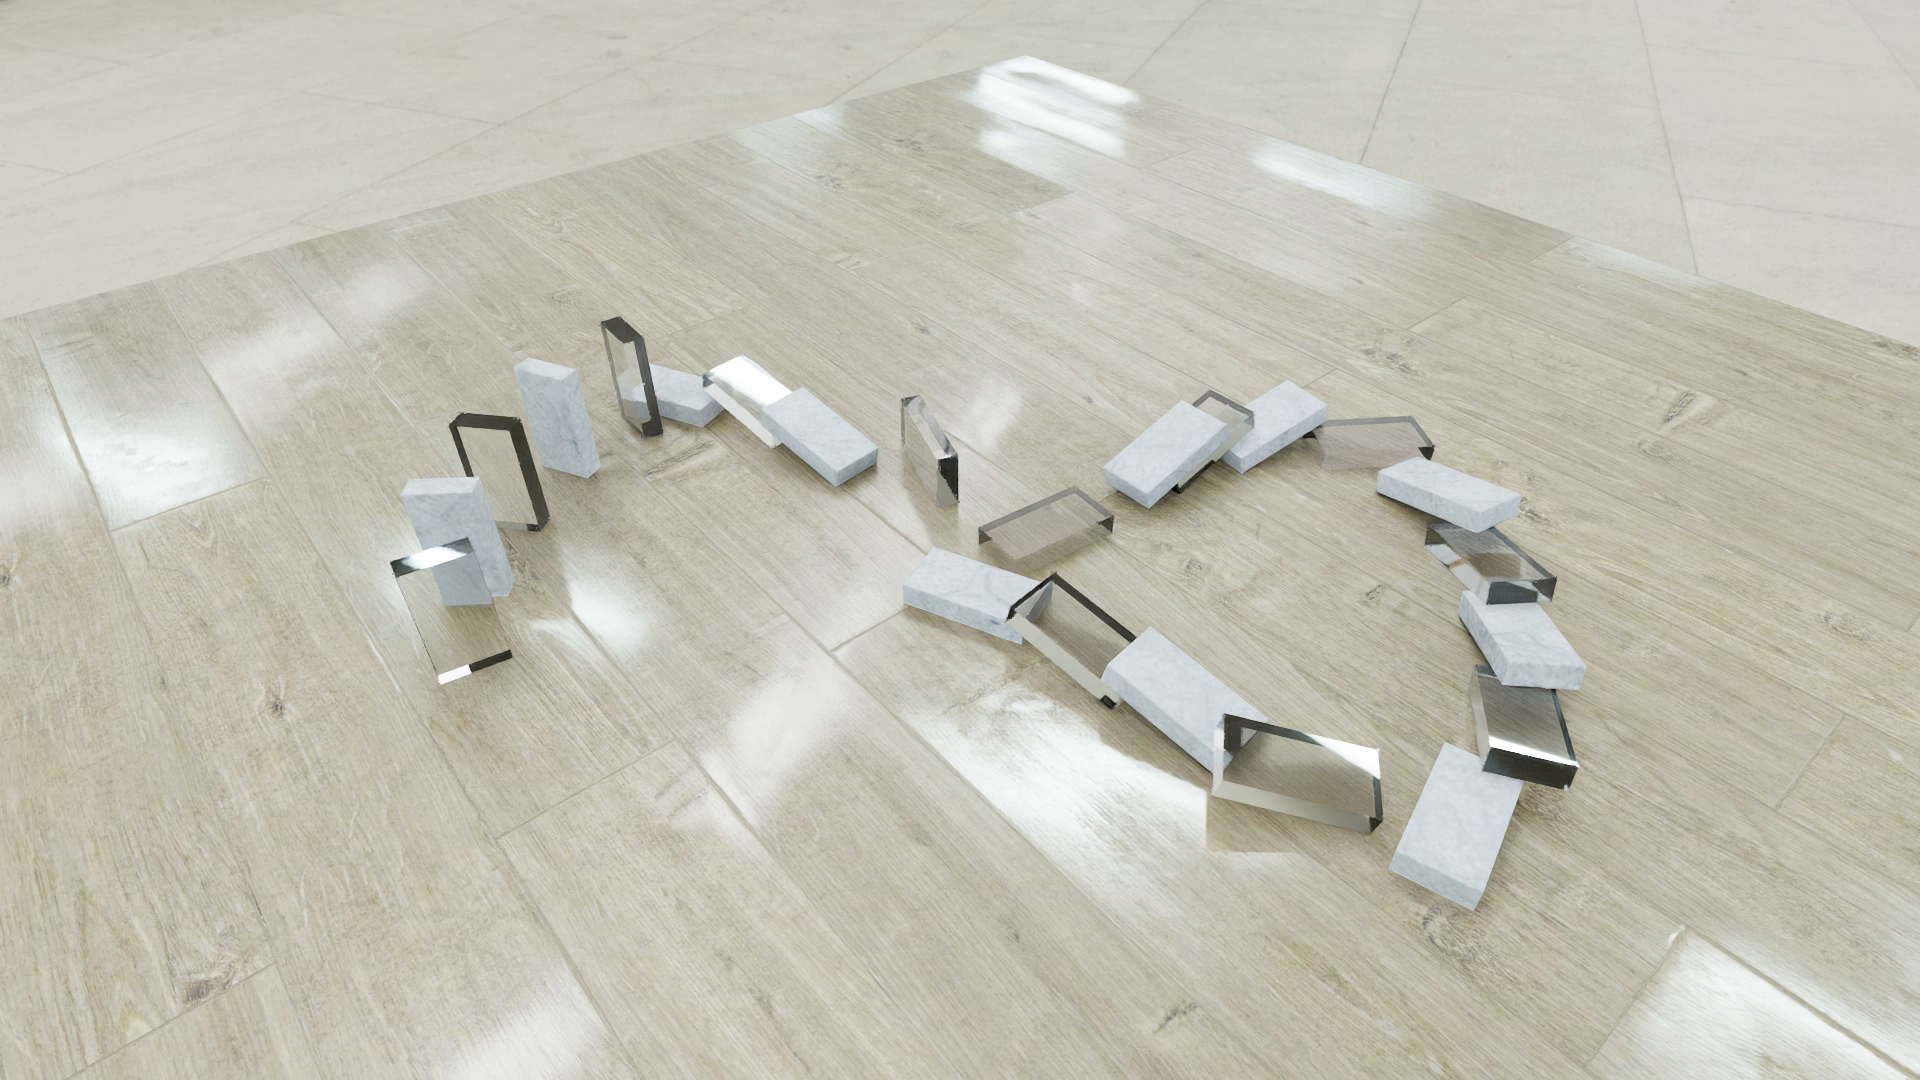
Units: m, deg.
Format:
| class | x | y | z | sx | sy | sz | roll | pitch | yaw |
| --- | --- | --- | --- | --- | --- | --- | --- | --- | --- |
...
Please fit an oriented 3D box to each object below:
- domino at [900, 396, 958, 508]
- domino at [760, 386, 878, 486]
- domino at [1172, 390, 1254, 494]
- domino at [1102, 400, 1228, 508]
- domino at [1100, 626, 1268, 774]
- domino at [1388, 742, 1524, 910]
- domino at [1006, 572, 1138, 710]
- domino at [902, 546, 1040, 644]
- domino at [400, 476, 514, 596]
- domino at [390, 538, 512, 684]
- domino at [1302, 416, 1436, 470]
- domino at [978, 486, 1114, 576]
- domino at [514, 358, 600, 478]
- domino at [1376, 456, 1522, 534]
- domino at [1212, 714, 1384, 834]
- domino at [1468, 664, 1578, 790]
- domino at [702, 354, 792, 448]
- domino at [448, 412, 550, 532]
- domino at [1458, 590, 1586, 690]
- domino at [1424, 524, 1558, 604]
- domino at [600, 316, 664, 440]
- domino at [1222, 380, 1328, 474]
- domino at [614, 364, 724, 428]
| class | x | y | z | sx | sy | sz | roll | pitch | yaw |
| --- | --- | --- | --- | --- | --- | --- | --- | --- | --- |
| domino | -0.014 | -0.039 | 0.479 | 0.009 | 0.025 | 0.050 | -13 | 41 | -15 |
| domino | -0.063 | -0.047 | 0.492 | 0.050 | 0.010 | 0.025 | 39 | 52 | 21 |
| domino | 0.104 | -0.044 | 0.486 | 0.050 | 0.009 | 0.025 | -40 | 52 | -18 |
| domino | 0.088 | -0.037 | 0.473 | 0.050 | 0.009 | 0.025 | -40 | 52 | -18 |
| domino | 0.075 | 0.054 | 0.369 | 0.050 | 0.010 | 0.025 | 39 | 52 | 22 |
| domino | 0.153 | 0.087 | 0.338 | 0.025 | 0.009 | 0.050 | 24 | 45 | 26 |
| domino | 0.044 | 0.035 | 0.392 | 0.050 | 0.010 | 0.025 | 39 | 52 | 22 |
| domino | 0.006 | 0.021 | 0.418 | 0.050 | 0.009 | 0.025 | 18 | 43 | 21 |
| domino | -0.187 | 0.000 | 0.412 | 0.025 | 0.050 | 0.009 | -2 | 39 | -3 |
| domino | -0.175 | 0.025 | 0.381 | 0.025 | 0.050 | 0.009 | -21 | 44 | -24 |
| domino | 0.184 | -0.044 | 0.497 | 0.050 | 0.009 | 0.025 | -4 | 39 | -4 |
| domino | 0.035 | -0.004 | 0.448 | 0.050 | 0.010 | 0.025 | -24 | 45 | -26 |
| domino | -0.174 | -0.052 | 0.475 | 0.025 | 0.050 | 0.009 | 15 | 42 | 18 |
| domino | 0.203 | -0.020 | 0.458 | 0.025 | 0.009 | 0.050 | -19 | 31 | -25 |
| domino | 0.106 | 0.073 | 0.345 | 0.050 | 0.010 | 0.025 | 14 | 47 | 1 |
| domino | 0.184 | 0.060 | 0.361 | 0.025 | 0.009 | 0.050 | 12 | 28 | 14 |
| domino | -0.095 | -0.066 | 0.515 | 0.050 | 0.010 | 0.025 | 40 | 52 | 22 |
| domino | -0.185 | -0.027 | 0.444 | 0.025 | 0.050 | 0.010 | 6 | 40 | 7 |
| domino | 0.199 | 0.035 | 0.392 | 0.025 | 0.009 | 0.050 | 4 | 26 | 5 |
| domino | 0.203 | 0.008 | 0.424 | 0.025 | 0.009 | 0.050 | -3 | 26 | -3 |
| domino | -0.149 | -0.073 | 0.501 | 0.009 | 0.050 | 0.025 | -26 | 46 | -28 |
| domino | 0.138 | -0.052 | 0.498 | 0.050 | 0.010 | 0.025 | -31 | 47 | -14 |
| domino | -0.138 | -0.070 | 0.529 | 0.050 | 0.010 | 0.025 | 16 | 42 | 19 |
